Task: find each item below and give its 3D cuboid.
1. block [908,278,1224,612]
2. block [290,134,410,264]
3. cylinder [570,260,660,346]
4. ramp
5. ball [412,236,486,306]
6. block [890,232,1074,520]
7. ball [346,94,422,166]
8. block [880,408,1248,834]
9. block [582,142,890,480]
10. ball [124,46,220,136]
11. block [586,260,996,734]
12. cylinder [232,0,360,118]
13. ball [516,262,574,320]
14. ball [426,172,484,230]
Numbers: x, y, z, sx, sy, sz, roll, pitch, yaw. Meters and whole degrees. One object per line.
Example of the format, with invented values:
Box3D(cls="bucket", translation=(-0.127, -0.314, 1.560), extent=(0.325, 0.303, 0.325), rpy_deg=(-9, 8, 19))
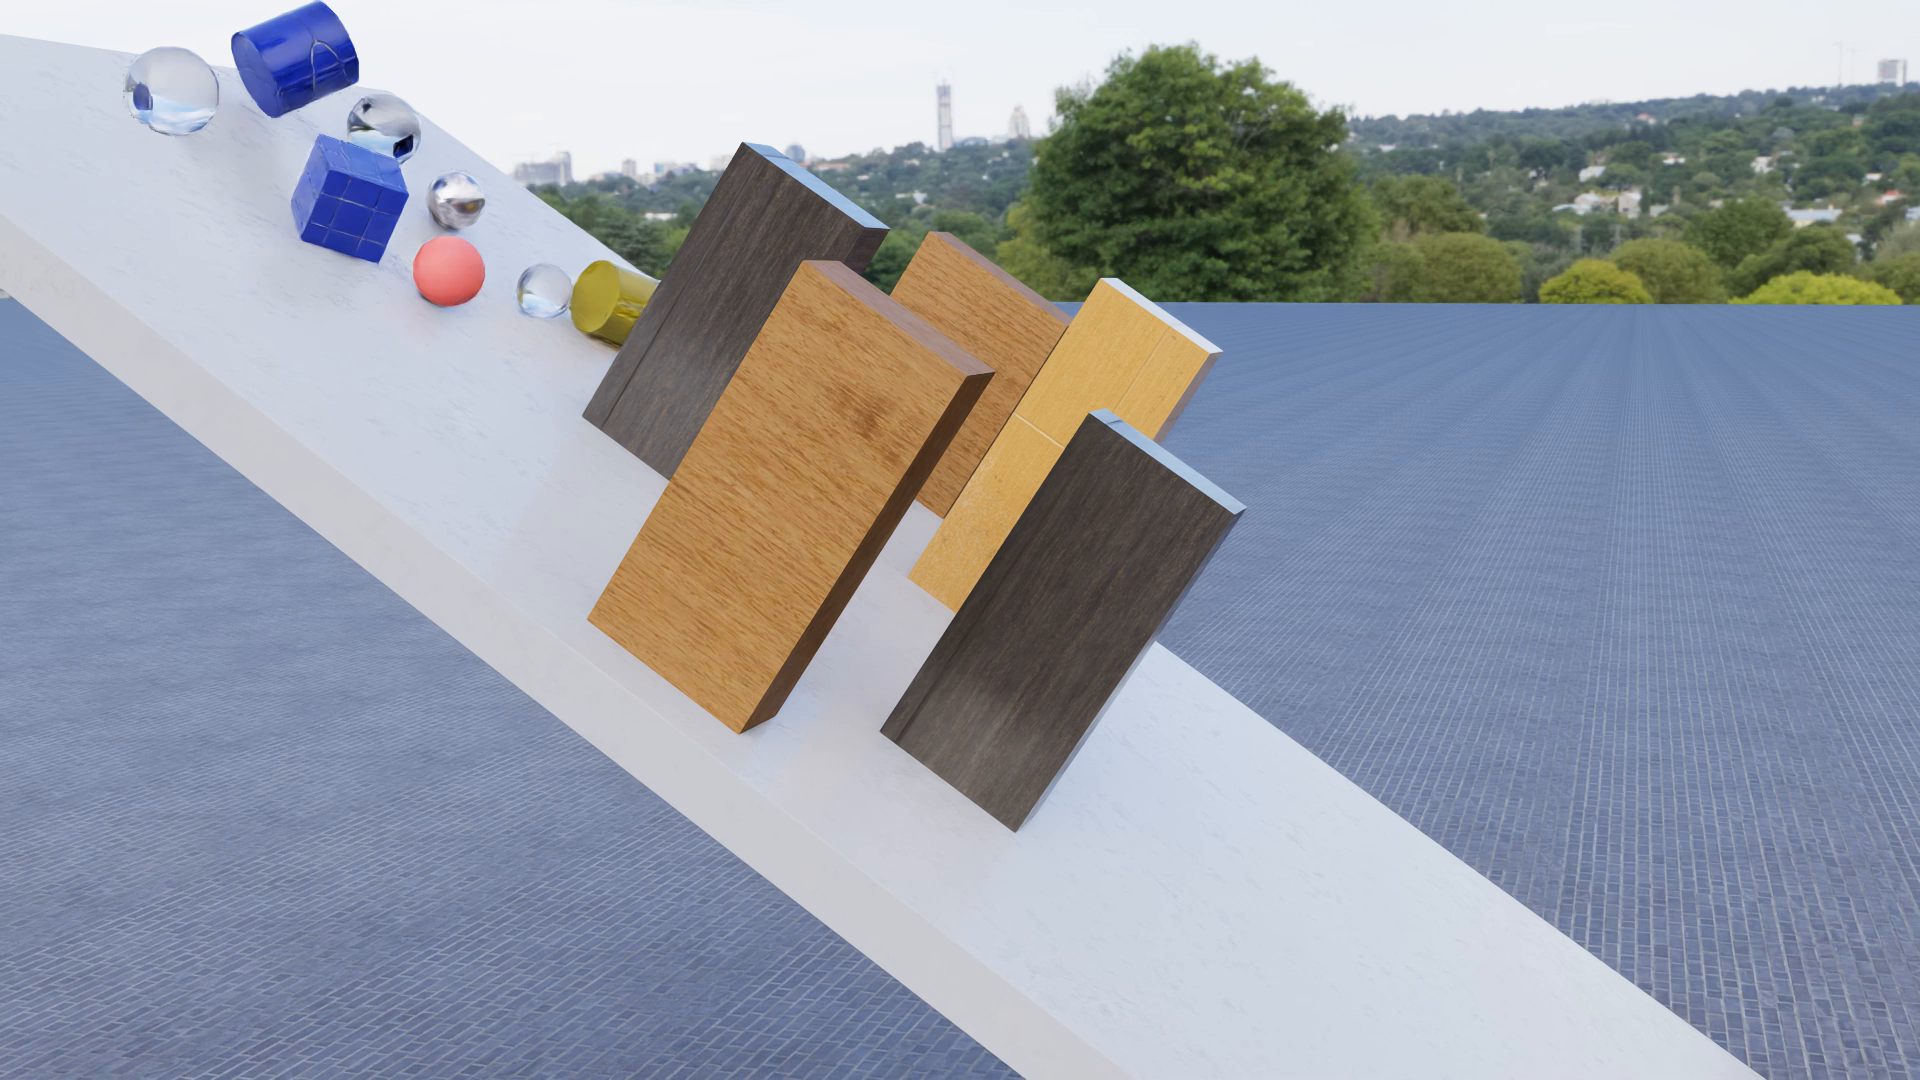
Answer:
Box3D(cls="block", translation=(0.202, -0.146, 4.301), extent=(0.254, 0.705, 0.136), rpy_deg=(36, 15, 10))
Box3D(cls="block", translation=(-1.146, -0.640, 4.123), extent=(0.152, 0.152, 0.152), rpy_deg=(15, 27, -33))
Box3D(cls="cylinder", translation=(-0.701, -0.486, 4.581), extent=(0.156, 0.156, 0.156), rpy_deg=(6, -8, 42))
Box3D(cls="ramp", translation=(-0.122, 0.206, 4.097), extent=(4.000, 0.100, 2.000), rpy_deg=(36, 15, 10))
Box3D(cls="ball", translation=(-0.967, -0.508, 4.161), extent=(0.134, 0.134, 0.134), rpy_deg=(0, 7, 0))
Box3D(cls="block", translation=(-0.032, -0.368, 4.892), extent=(0.372, 0.510, 0.142), rpy_deg=(36, 15, 10))
Box3D(cls="ball", translation=(-1.115, -0.793, 4.257), extent=(0.142, 0.142, 0.142), rpy_deg=(0, 7, 0))
Box3D(cls="block", translation=(0.160, 0.129, 3.510), extent=(0.275, 0.627, 0.114), rpy_deg=(36, 15, 10))
Box3D(cls="block", translation=(-0.415, -0.399, 4.049), extent=(0.278, 0.596, 0.139), rpy_deg=(36, 15, 10))
Box3D(cls="ball", translation=(-1.482, -0.845, 4.139), extent=(0.169, 0.169, 0.169), rpy_deg=(0, 7, 0))
Box3D(cls="block", translation=(-0.253, -0.064, 3.252), extent=(0.292, 0.638, 0.147), rpy_deg=(36, 15, 10))
Box3D(cls="cylinder", translation=(-1.388, -1.005, 4.597), extent=(0.187, 0.187, 0.187), rpy_deg=(-33, 24, -29))
Box3D(cls="ball", translation=(-0.839, -0.503, 4.442), extent=(0.114, 0.114, 0.114), rpy_deg=(0, 7, 0))
Box3D(cls="ball", translation=(-1.063, -0.715, 4.631), extent=(0.122, 0.122, 0.122), rpy_deg=(0, 7, 0))
